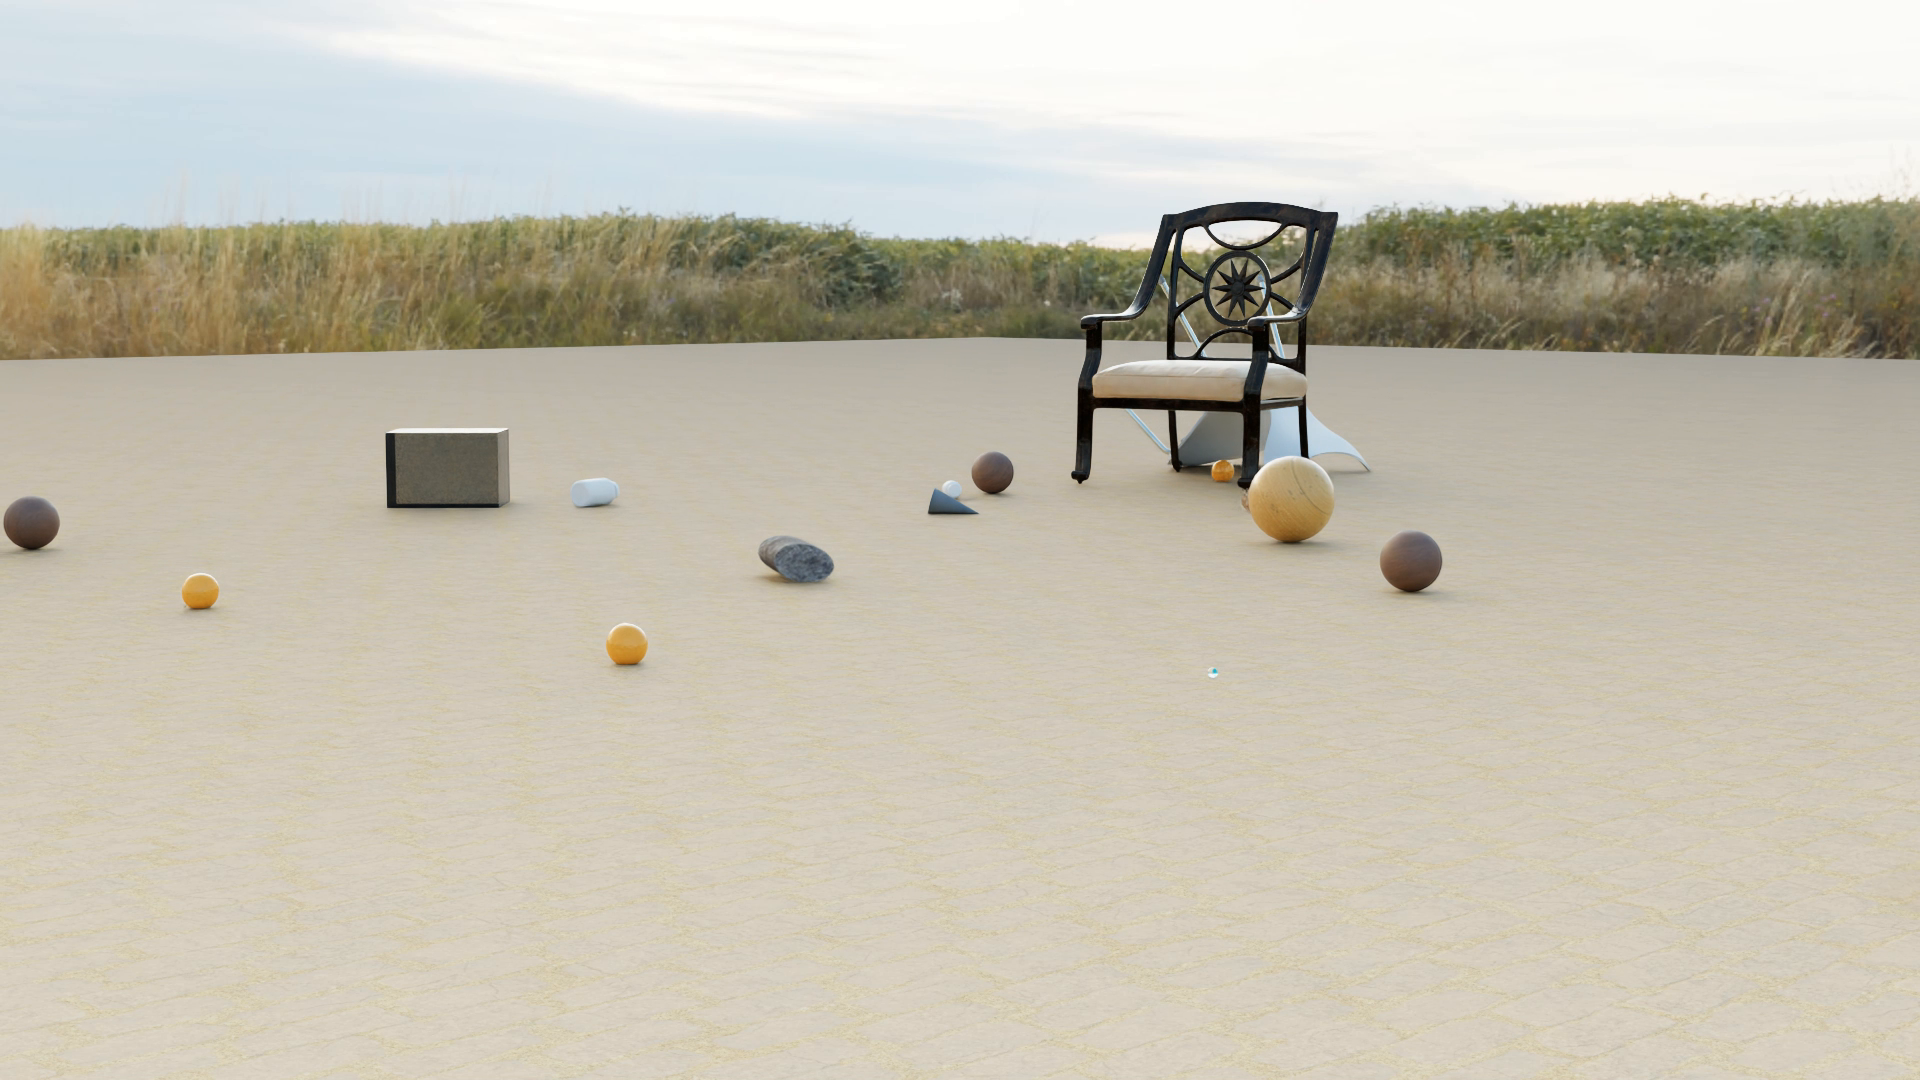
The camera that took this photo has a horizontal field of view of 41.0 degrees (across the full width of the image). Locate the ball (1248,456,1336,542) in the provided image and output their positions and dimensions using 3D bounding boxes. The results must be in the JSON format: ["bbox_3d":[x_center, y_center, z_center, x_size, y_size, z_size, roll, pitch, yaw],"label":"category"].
[{"bbox_3d":[0.821,-0.101,6.351,0.214,0.214,0.214,0,6,0],"label":"ball"}]

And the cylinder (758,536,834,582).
[{"bbox_3d":[-0.360,0.041,5.610,0.132,0.081,0.191,9,3,-16],"label":"cylinder"}]

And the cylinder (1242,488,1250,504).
[{"bbox_3d":[0.851,-0.109,7.167,0.087,0.061,0.092,-19,37,-17],"label":"cylinder"}]

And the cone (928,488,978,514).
[{"bbox_3d":[-0.011,-0.090,7.112,0.140,0.075,0.082,15,15,4],"label":"cone"}]

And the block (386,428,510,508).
[{"bbox_3d":[-1.473,-0.208,7.387,0.317,0.214,0.204,0,6,-1],"label":"block"}]
